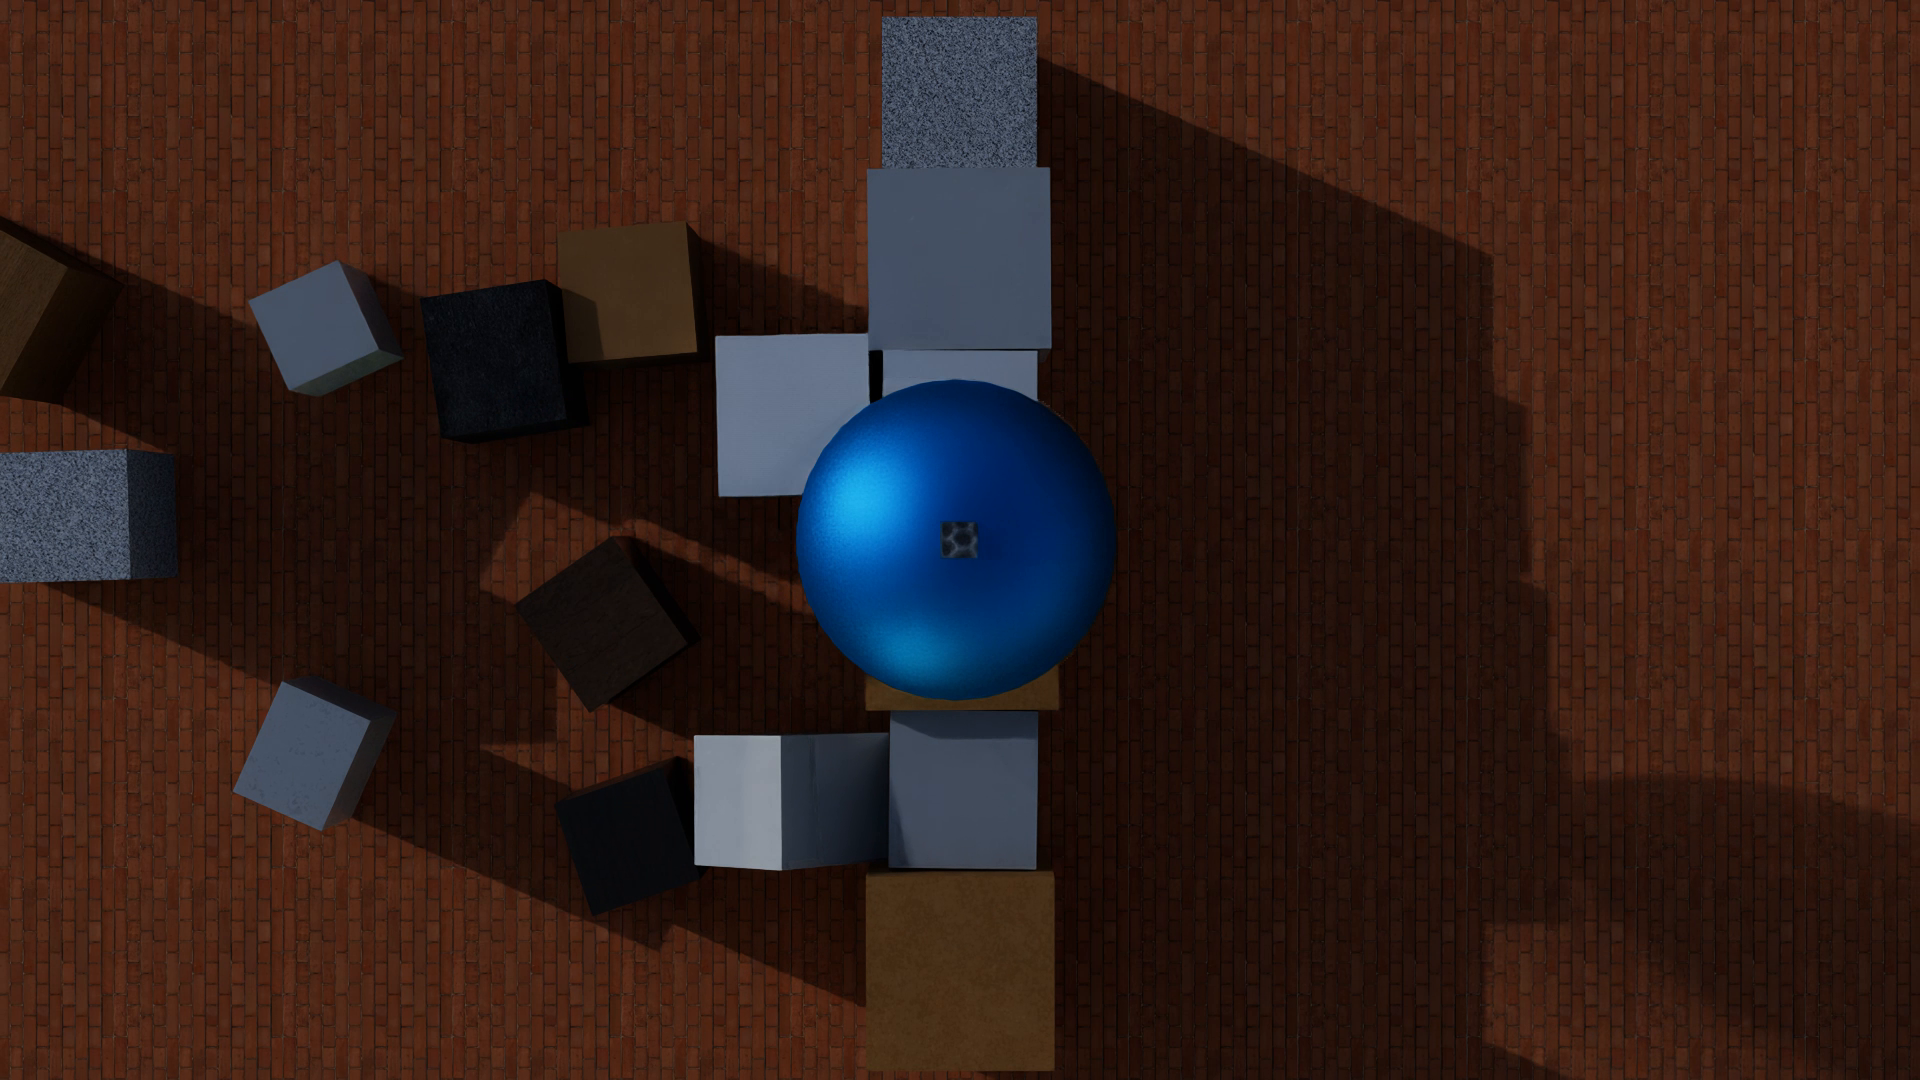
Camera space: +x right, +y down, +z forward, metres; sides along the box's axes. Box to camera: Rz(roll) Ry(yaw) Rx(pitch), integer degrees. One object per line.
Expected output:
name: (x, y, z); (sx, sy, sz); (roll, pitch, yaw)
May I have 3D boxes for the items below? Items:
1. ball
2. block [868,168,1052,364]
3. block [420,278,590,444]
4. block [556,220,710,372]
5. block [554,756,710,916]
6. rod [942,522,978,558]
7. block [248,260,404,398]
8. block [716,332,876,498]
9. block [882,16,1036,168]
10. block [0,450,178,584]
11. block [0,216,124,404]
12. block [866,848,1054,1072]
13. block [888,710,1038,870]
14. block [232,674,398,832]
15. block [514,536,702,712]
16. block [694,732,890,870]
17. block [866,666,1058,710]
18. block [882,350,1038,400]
ball: (-0.019, 0.000, 10.942); (1.600, 1.600, 1.600); (0, 90, 0)
block: (-0.004, -1.540, 12.520); (1.001, 0.960, 0.991); (-1, 90, 0)
block: (-2.596, -1.010, 12.617); (0.706, 0.767, 0.787); (-9, 90, 0)
block: (-1.867, -1.390, 12.661); (0.725, 0.677, 0.737); (-5, 90, 0)
block: (-1.865, 1.692, 12.664); (0.643, 0.672, 0.661); (-19, 90, 0)
rod: (-0.008, 0.000, 7.542); (0.080, 5.200, 0.080); (0, 90, 0)
block: (-3.650, -1.213, 12.707); (0.559, 0.586, 0.556); (-25, 90, 0)
block: (-0.915, -0.692, 12.535); (0.841, 0.920, 0.883); (-1, 91, 0)
block: (-0.003, -2.459, 12.544); (0.852, 0.912, 0.835); (0, 90, 0)
block: (-5.053, -0.131, 12.626); (0.841, 0.749, 0.726); (-2, 90, 0)
block: (-5.506, -1.362, 12.586); (0.855, 0.828, 0.809); (29, 90, 0)
block: (0.002, 2.351, 12.458); (1.021, 1.084, 1.052); (0, 90, 0)
block: (0.019, 1.373, 12.550); (0.815, 0.900, 0.870); (1, 90, 0)
block: (-3.709, 1.218, 12.695); (0.548, 0.609, 0.681); (24, 90, 0)
block: (-2.016, 0.474, 12.669); (0.675, 0.662, 0.743); (-35, 90, 0)
block: (-0.945, 1.458, 12.425); (0.708, 0.847, 0.723); (-4, 85, 42)
block: (0.010, 0.379, 12.486); (1.050, 1.028, 1.095); (0, 90, 0)
block: (0.000, -0.603, 12.486); (0.840, 1.027, 0.859); (0, 90, 0)
